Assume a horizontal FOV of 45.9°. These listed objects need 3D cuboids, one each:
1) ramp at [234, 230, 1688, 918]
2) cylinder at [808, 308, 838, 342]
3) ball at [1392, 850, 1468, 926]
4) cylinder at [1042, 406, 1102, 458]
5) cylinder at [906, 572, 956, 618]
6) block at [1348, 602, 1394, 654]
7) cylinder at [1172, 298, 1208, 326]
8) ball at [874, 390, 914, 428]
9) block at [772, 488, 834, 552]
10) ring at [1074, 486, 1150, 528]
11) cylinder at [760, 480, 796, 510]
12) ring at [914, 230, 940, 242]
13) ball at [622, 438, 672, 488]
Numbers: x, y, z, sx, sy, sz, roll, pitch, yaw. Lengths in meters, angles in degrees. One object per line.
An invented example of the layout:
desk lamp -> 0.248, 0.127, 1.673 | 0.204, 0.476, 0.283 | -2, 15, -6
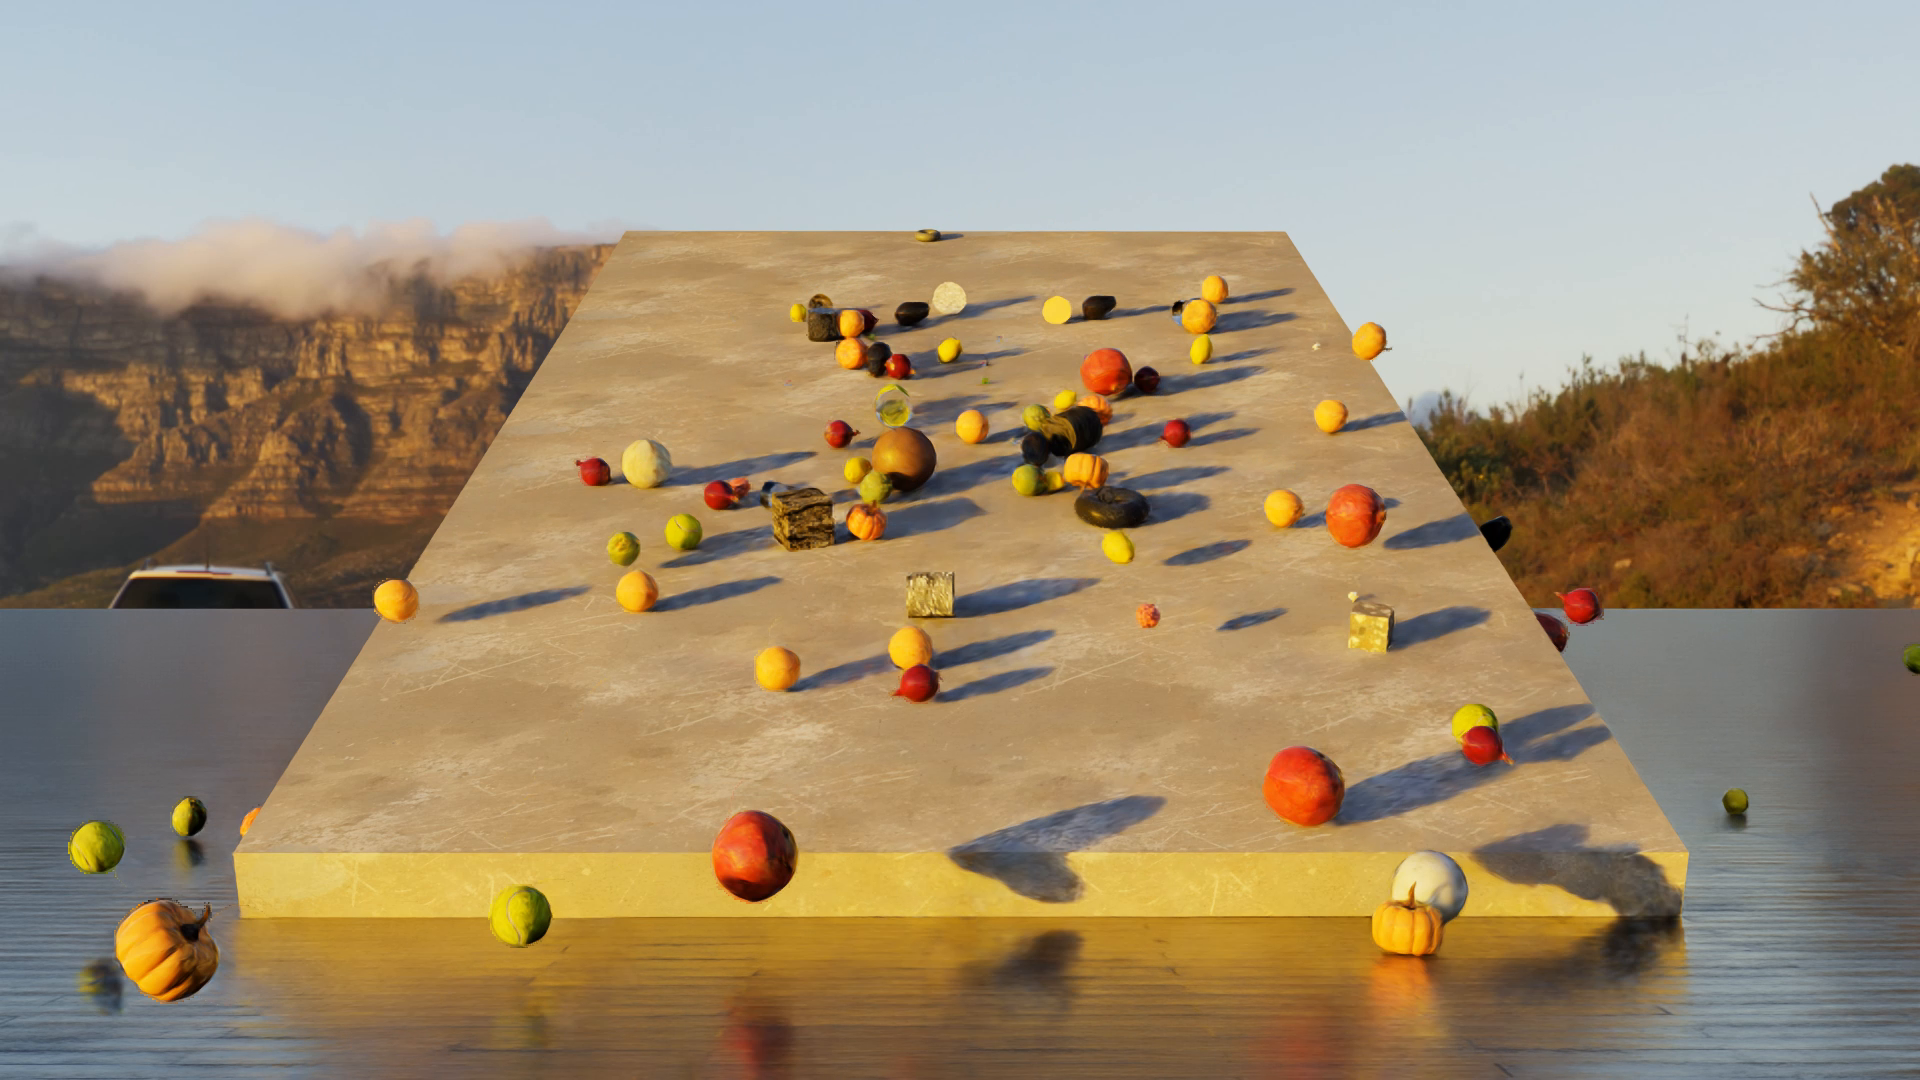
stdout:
ramp -> -0.005, -0.207, 5.010 | 2.000, 0.100, 4.000 | 0, 20, 0
cylinder -> -0.343, -0.537, 5.666 | 0.072, 0.072, 0.072 | 0, 20, 0
ball -> 0.602, 0.447, 2.906 | 0.096, 0.096, 0.096 | 0, -2, 0
cylinder -> 0.237, -0.230, 4.796 | 0.090, 0.090, 0.090 | -1, 14, 43
cylinder -> -0.050, 0.094, 3.912 | 0.078, 0.078, 0.078 | -1, -2, 3
block -> 0.691, 0.146, 3.804 | 0.063, 0.063, 0.063 | 7, 21, 18
cylinder -> 0.591, -0.585, 5.808 | 0.066, 0.066, 0.066 | -13, 6, -32
ball -> -0.144, -0.287, 4.959 | 0.085, 0.085, 0.085 | 0, -2, 0
block -> -0.296, -0.039, 4.270 | 0.089, 0.089, 0.089 | -8, 22, -22
ring -> 0.296, -0.064, 4.401 | 0.147, 0.049, 0.147 | 1, 21, 0
cylinder -> -0.355, -0.085, 4.445 | 0.054, 0.054, 0.054 | 15, 6, 31
ring -> -0.096, -0.908, 6.754 | 0.078, 0.026, 0.078 | 0, 21, 0
ball -> -0.632, -0.154, 4.570 | 0.100, 0.100, 0.100 | 0, -2, 0
